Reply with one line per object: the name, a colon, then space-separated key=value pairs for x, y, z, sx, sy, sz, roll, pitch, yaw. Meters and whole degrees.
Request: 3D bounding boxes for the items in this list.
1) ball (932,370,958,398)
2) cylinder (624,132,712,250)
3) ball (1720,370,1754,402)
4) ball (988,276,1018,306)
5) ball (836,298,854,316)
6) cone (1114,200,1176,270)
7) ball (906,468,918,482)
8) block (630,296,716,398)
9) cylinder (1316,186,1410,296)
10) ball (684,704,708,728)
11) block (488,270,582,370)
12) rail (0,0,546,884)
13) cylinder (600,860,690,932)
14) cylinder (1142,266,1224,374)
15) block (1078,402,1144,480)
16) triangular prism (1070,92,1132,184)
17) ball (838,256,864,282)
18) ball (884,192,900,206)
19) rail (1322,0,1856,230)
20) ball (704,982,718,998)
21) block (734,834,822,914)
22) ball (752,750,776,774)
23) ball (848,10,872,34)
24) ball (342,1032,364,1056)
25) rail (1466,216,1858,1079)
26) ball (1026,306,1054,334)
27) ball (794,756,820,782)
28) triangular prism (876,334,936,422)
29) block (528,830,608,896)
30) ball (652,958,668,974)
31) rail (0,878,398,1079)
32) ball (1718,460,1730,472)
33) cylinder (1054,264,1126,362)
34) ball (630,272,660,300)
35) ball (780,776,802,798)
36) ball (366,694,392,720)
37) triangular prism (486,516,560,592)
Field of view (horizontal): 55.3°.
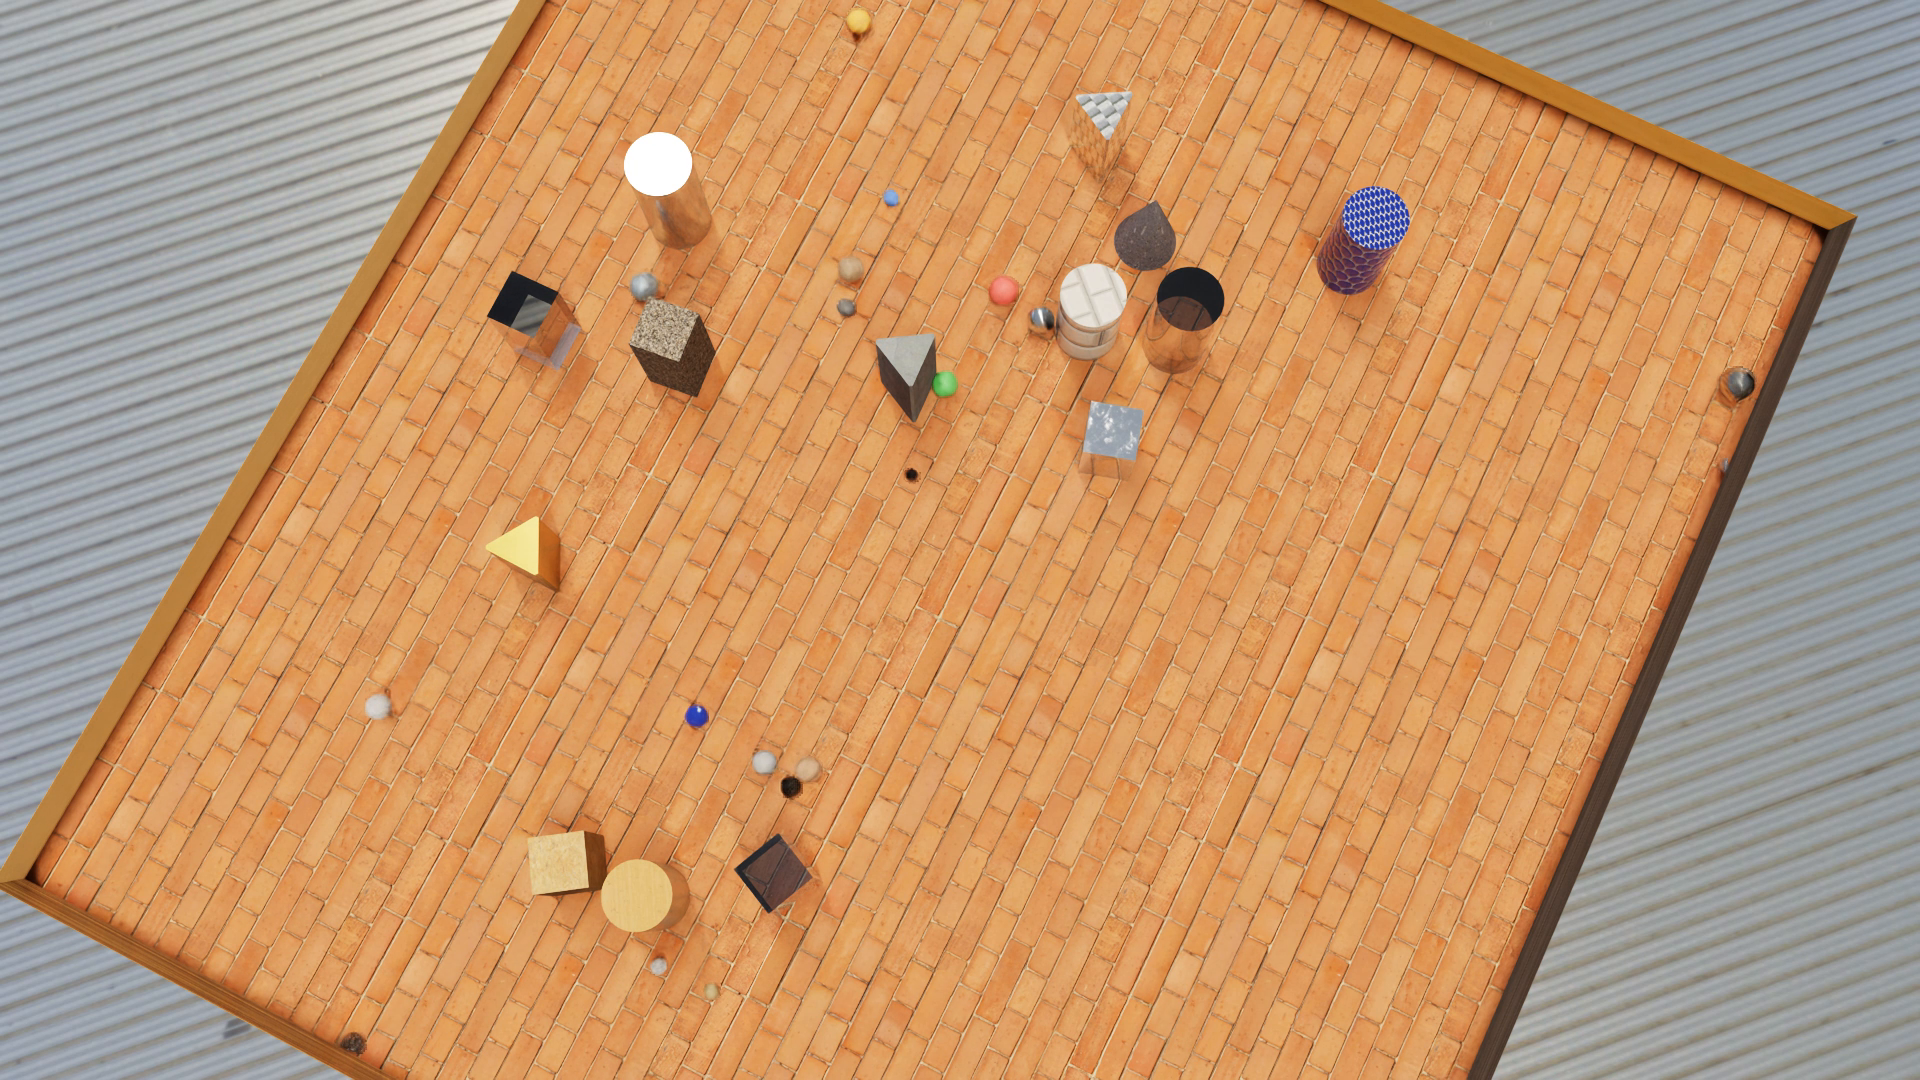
ball: x=-0.045 y=-0.483 z=5.675 sx=0.081 sy=0.081 sz=0.081 roll=0 pitch=78 yaw=0
cylinder: x=-0.888 y=-1.062 z=5.610 sx=0.198 sy=0.443 sz=0.198 roll=0 pitch=78 yaw=0
ball: x=2.403 y=-0.478 z=5.665 sx=0.099 sy=0.099 sz=0.099 roll=0 pitch=78 yaw=0
ball: x=0.135 y=-0.779 z=5.733 sx=0.088 sy=0.088 sz=0.088 roll=0 pitch=78 yaw=0
ball: x=-0.358 y=-0.729 z=5.740 sx=0.054 sy=0.054 sz=0.054 roll=0 pitch=78 yaw=0
cone: x=0.587 y=-0.982 z=5.644 sx=0.198 sy=0.345 sz=0.198 roll=0 pitch=78 yaw=0
ball: x=-0.149 y=-0.200 z=5.637 sx=0.040 sy=0.040 sz=0.040 roll=0 pitch=78 yaw=0
block: x=-0.866 y=-0.580 z=5.544 sx=0.158 sy=0.377 sz=0.158 roll=20 pitch=79 yaw=4
cylinder: x=1.227 y=-0.909 z=5.600 sx=0.198 sy=0.401 sz=0.198 roll=0 pitch=78 yaw=0
ball: x=-0.788 y=0.526 z=5.473 sx=0.068 sy=0.068 sz=0.068 roll=0 pitch=78 yaw=0
block: x=-1.293 y=-0.664 z=5.584 sx=0.158 sy=0.332 sz=0.158 roll=25 pitch=79 yaw=5
rail: x=-1.803 y=-0.876 z=5.731 sx=0.045 sy=0.128 sz=4.325 roll=26 pitch=80 yaw=5
cylinder: x=-0.894 y=1.017 z=5.232 sx=0.198 sy=0.340 sz=0.198 roll=0 pitch=78 yaw=0
cylinder: x=0.671 y=-0.658 z=5.536 sx=0.198 sy=0.425 sz=0.198 roll=0 pitch=78 yaw=0
block: x=0.454 y=-0.298 z=5.548 sx=0.158 sy=0.255 sz=0.158 roll=10 pitch=78 yaw=2
triangular prism: x=0.460 y=-1.281 z=5.708 sx=0.148 sy=0.340 sz=0.171 roll=-33 pitch=80 yaw=-6
ball: x=-0.342 y=-0.851 z=5.750 sx=0.084 sy=0.084 sz=0.084 roll=0 pitch=78 yaw=0
ball: x=-0.216 y=-1.083 z=5.816 sx=0.048 sy=0.048 sz=0.048 roll=0 pitch=78 yaw=0
rail: x=0.956 y=-1.866 z=5.936 sx=4.080 sy=0.128 sz=0.045 roll=26 pitch=80 yaw=5
ball: x=-0.723 y=1.309 z=5.323 sx=0.045 sy=0.045 sz=0.045 roll=0 pitch=78 yaw=0
block: x=-0.519 y=0.960 z=5.255 sx=0.158 sy=0.319 sz=0.158 roll=-39 pitch=81 yaw=-7
ball: x=-0.581 y=0.660 z=5.442 sx=0.074 sy=0.074 sz=0.074 roll=0 pitch=78 yaw=0
ball: x=-0.326 y=-1.676 z=5.925 sx=0.077 sy=0.077 sz=0.077 roll=0 pitch=78 yaw=0
ball: x=-1.750 y=1.453 z=5.283 sx=0.064 sy=0.064 sz=0.064 roll=0 pitch=78 yaw=0
rail: x=1.803 y=0.890 z=5.366 sx=0.045 sy=0.128 sz=4.325 roll=26 pitch=80 yaw=5
ball: x=0.252 y=-0.686 z=5.714 sx=0.087 sy=0.087 sz=0.087 roll=0 pitch=78 yaw=0
ball: x=-0.453 y=0.679 z=5.437 sx=0.077 sy=0.077 sz=0.077 roll=0 pitch=78 yaw=0
triangular prism: x=-0.134 y=-0.515 z=5.520 sx=0.148 sy=0.399 sz=0.171 roll=-36 pitch=81 yaw=-7
block: x=-1.125 y=0.933 z=5.273 sx=0.158 sy=0.295 sz=0.158 roll=-7 pitch=78 yaw=-2
ball: x=-0.876 y=1.239 z=5.336 sx=0.047 sy=0.047 sz=0.047 roll=0 pitch=78 yaw=0
rail: x=-0.956 y=1.880 z=5.161 sx=4.080 sy=0.128 sz=0.045 roll=26 pitch=80 yaw=5
ball: x=2.357 y=-0.228 z=5.642 sx=0.042 sy=0.042 sz=0.042 roll=0 pitch=78 yaw=0
cylinder: x=0.395 y=-0.690 z=5.588 sx=0.198 sy=0.336 sz=0.198 roll=0 pitch=78 yaw=0
ball: x=-0.985 y=-0.793 z=5.735 sx=0.089 sy=0.089 sz=0.089 roll=0 pitch=78 yaw=0
ball: x=-0.502 y=0.732 z=5.433 sx=0.063 sy=0.063 sz=0.063 roll=0 pitch=78 yaw=0
ball: x=-1.736 y=0.497 z=5.475 sx=0.076 sy=0.076 sz=0.076 roll=0 pitch=78 yaw=0
triangular prism: x=-1.264 y=0.027 z=5.459 sx=0.171 sy=0.298 sz=0.148 roll=28 pitch=80 yaw=5
